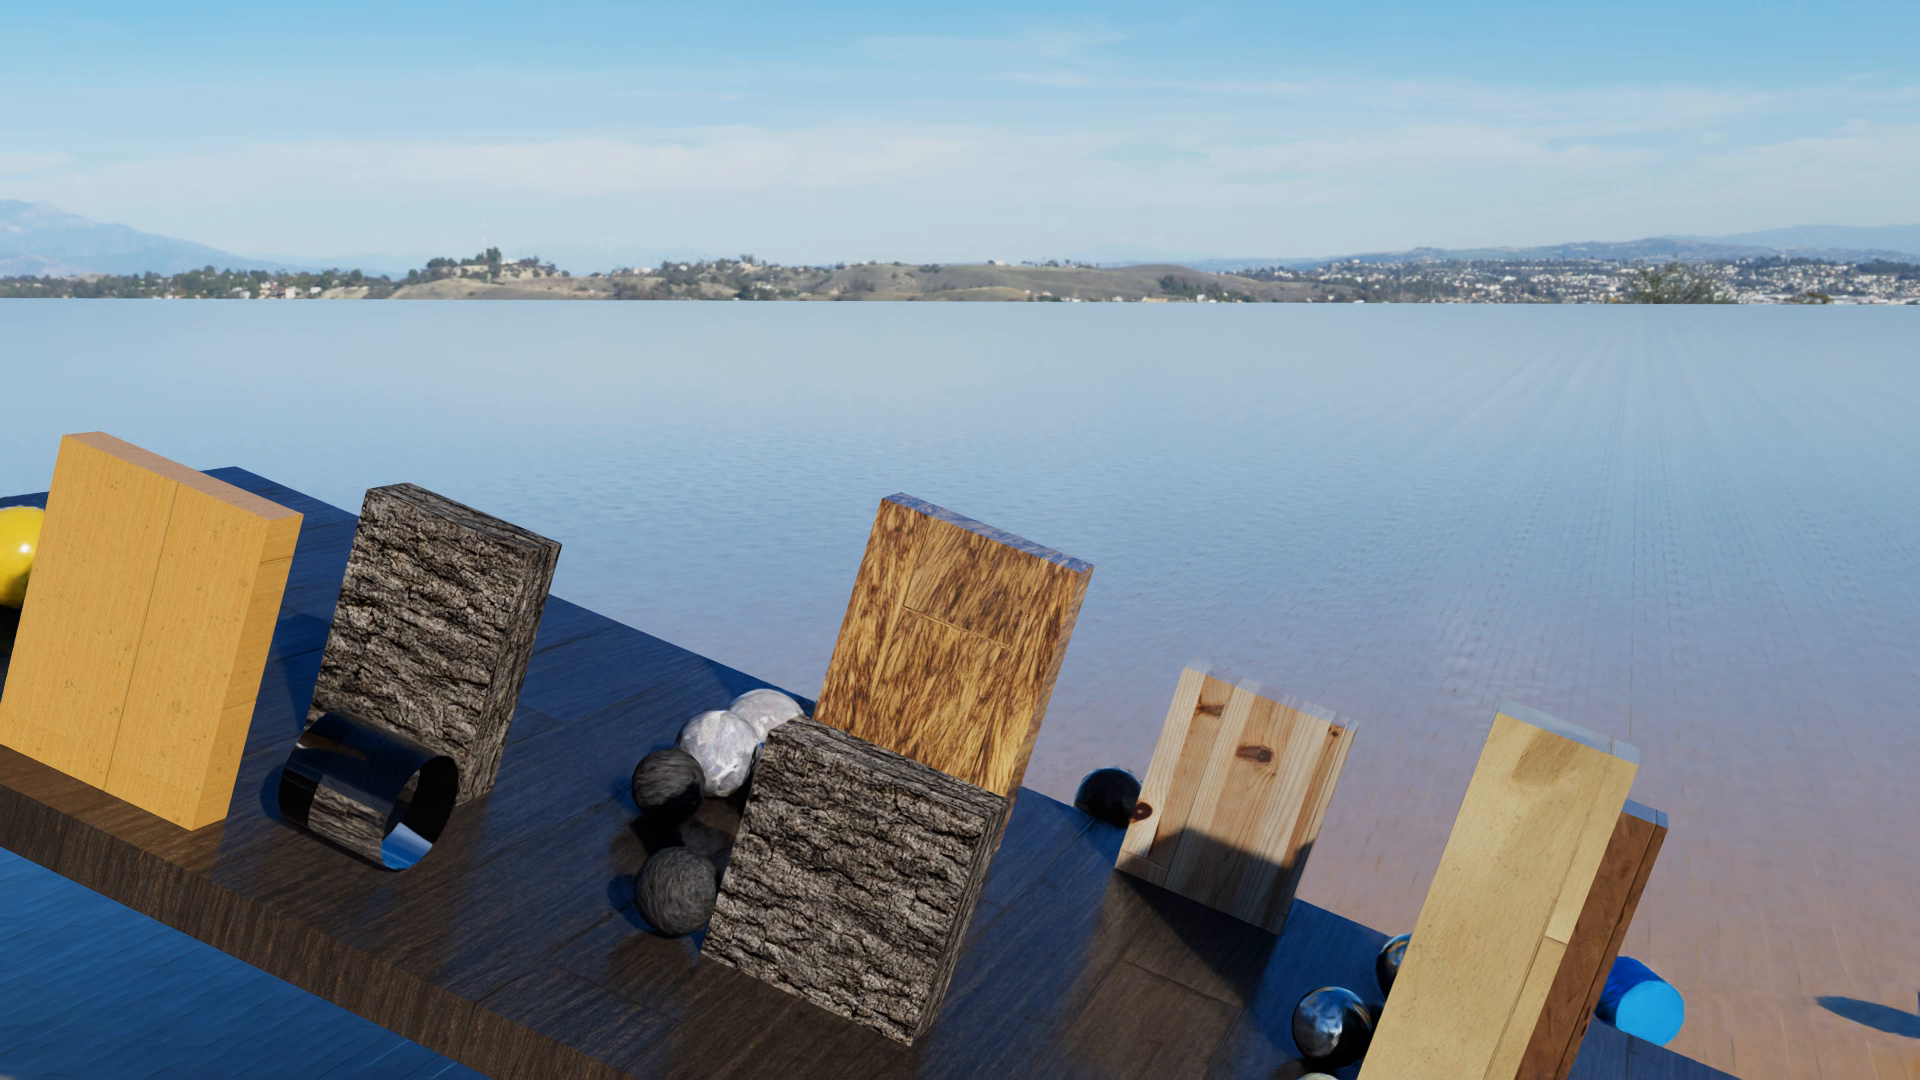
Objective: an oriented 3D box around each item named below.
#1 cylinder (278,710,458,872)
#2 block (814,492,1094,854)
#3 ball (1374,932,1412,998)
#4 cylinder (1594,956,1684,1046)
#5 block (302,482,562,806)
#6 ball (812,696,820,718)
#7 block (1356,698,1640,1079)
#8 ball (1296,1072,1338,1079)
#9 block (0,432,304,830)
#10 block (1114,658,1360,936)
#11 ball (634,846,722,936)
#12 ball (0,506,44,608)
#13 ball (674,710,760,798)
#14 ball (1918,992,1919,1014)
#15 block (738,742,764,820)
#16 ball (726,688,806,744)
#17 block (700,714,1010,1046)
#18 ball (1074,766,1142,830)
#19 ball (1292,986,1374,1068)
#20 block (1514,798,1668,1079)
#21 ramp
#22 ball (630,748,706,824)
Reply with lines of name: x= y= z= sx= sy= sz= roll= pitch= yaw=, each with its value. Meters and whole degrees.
cylinder: x=-0.984 y=0.416 z=3.666 sx=0.207 sy=0.207 sz=0.207 roll=21 pitch=13 yaw=16
block: x=-0.038 y=0.283 z=4.591 sx=0.443 sy=0.644 sz=0.125 roll=21 pitch=12 yaw=14
ball: x=0.925 y=0.880 z=4.474 sx=0.159 sy=0.159 sz=0.159 roll=0 pitch=7 yaw=0
cylinder: x=1.635 y=1.121 z=5.329 sx=0.172 sy=0.172 sz=0.172 roll=-1 pitch=8 yaw=-8
block: x=-0.969 y=0.187 z=4.028 sx=0.332 sy=0.493 sz=0.139 roll=21 pitch=12 yaw=14
ball: x=-0.226 y=0.400 z=4.857 sx=0.205 sy=0.205 sz=0.205 roll=0 pitch=7 yaw=0
block: x=0.932 y=0.687 z=3.864 sx=0.246 sy=0.772 sz=0.143 roll=21 pitch=12 yaw=14
ball: x=0.603 y=0.962 z=3.700 sx=0.129 sy=0.129 sz=0.129 roll=0 pitch=7 yaw=0
block: x=-1.328 y=0.145 z=3.585 sx=0.401 sy=0.537 sz=0.092 roll=21 pitch=12 yaw=14
block: x=0.594 y=0.549 z=4.727 sx=0.380 sy=0.473 sz=0.112 roll=21 pitch=12 yaw=14
ball: x=-0.477 y=0.592 z=3.716 sx=0.150 sy=0.150 sz=0.150 roll=0 pitch=7 yaw=0
ball: x=-1.803 y=0.033 z=4.225 sx=0.199 sy=0.199 sz=0.199 roll=0 pitch=7 yaw=0
ball: x=-0.487 y=0.429 z=4.412 sx=0.176 sy=0.176 sz=0.176 roll=0 pitch=7 yaw=0
ball: x=2.405 y=1.126 z=5.308 sx=0.173 sy=0.173 sz=0.173 roll=0 pitch=7 yaw=0
block: x=-0.330 y=0.511 z=4.327 sx=0.152 sy=0.152 sz=0.152 roll=13 pitch=13 yaw=-21
ball: x=-0.410 y=0.406 z=4.590 sx=0.191 sy=0.191 sz=0.191 roll=0 pitch=7 yaw=0
block: x=-0.177 y=0.564 z=3.680 sx=0.393 sy=0.411 sz=0.145 roll=21 pitch=12 yaw=14
ball: x=0.358 y=0.627 z=5.231 sx=0.173 sy=0.173 sz=0.173 roll=0 pitch=7 yaw=0
ball: x=0.687 y=0.899 z=4.059 sx=0.149 sy=0.149 sz=0.149 roll=0 pitch=7 yaw=0
block: x=1.087 y=0.756 z=4.170 sx=0.290 sy=0.612 sz=0.120 roll=21 pitch=12 yaw=14
ramp: x=-0.352 y=0.662 z=4.223 sx=4.000 sy=0.100 sz=2.000 roll=21 pitch=12 yaw=14
ball: x=-0.557 y=0.470 z=4.203 sx=0.143 sy=0.143 sz=0.143 roll=0 pitch=7 yaw=0
